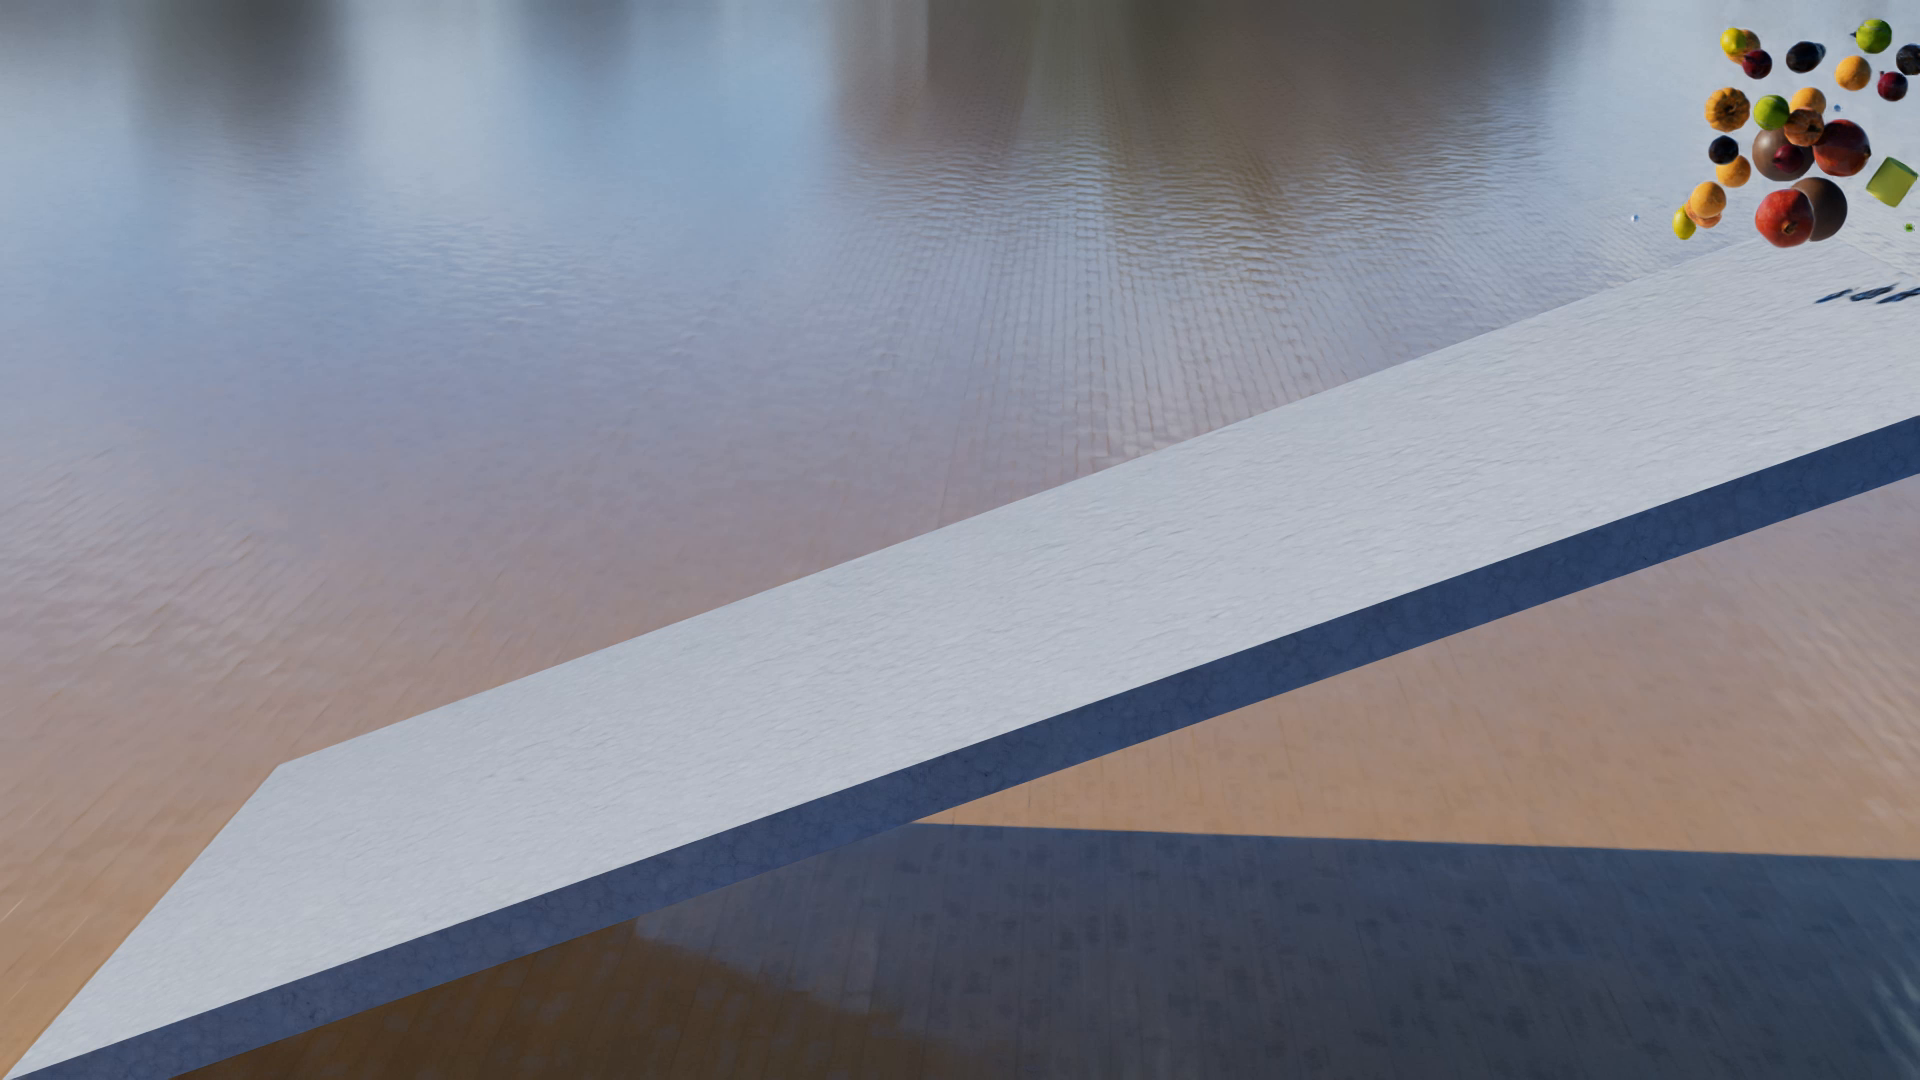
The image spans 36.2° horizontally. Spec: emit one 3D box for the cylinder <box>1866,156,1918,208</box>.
[{"bbox_3d":[1.833,-0.704,5.786,0.073,0.073,0.073,25,25,-12],"label":"cylinder"}]

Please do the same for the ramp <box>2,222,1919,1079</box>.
[{"bbox_3d":[0.117,0.176,6.296,4.000,0.100,2.000,-20,12,7],"label":"ramp"}]

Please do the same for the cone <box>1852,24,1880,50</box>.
[{"bbox_3d":[1.824,-1.018,5.935,0.054,0.054,0.054,10,15,9],"label":"cone"}]
